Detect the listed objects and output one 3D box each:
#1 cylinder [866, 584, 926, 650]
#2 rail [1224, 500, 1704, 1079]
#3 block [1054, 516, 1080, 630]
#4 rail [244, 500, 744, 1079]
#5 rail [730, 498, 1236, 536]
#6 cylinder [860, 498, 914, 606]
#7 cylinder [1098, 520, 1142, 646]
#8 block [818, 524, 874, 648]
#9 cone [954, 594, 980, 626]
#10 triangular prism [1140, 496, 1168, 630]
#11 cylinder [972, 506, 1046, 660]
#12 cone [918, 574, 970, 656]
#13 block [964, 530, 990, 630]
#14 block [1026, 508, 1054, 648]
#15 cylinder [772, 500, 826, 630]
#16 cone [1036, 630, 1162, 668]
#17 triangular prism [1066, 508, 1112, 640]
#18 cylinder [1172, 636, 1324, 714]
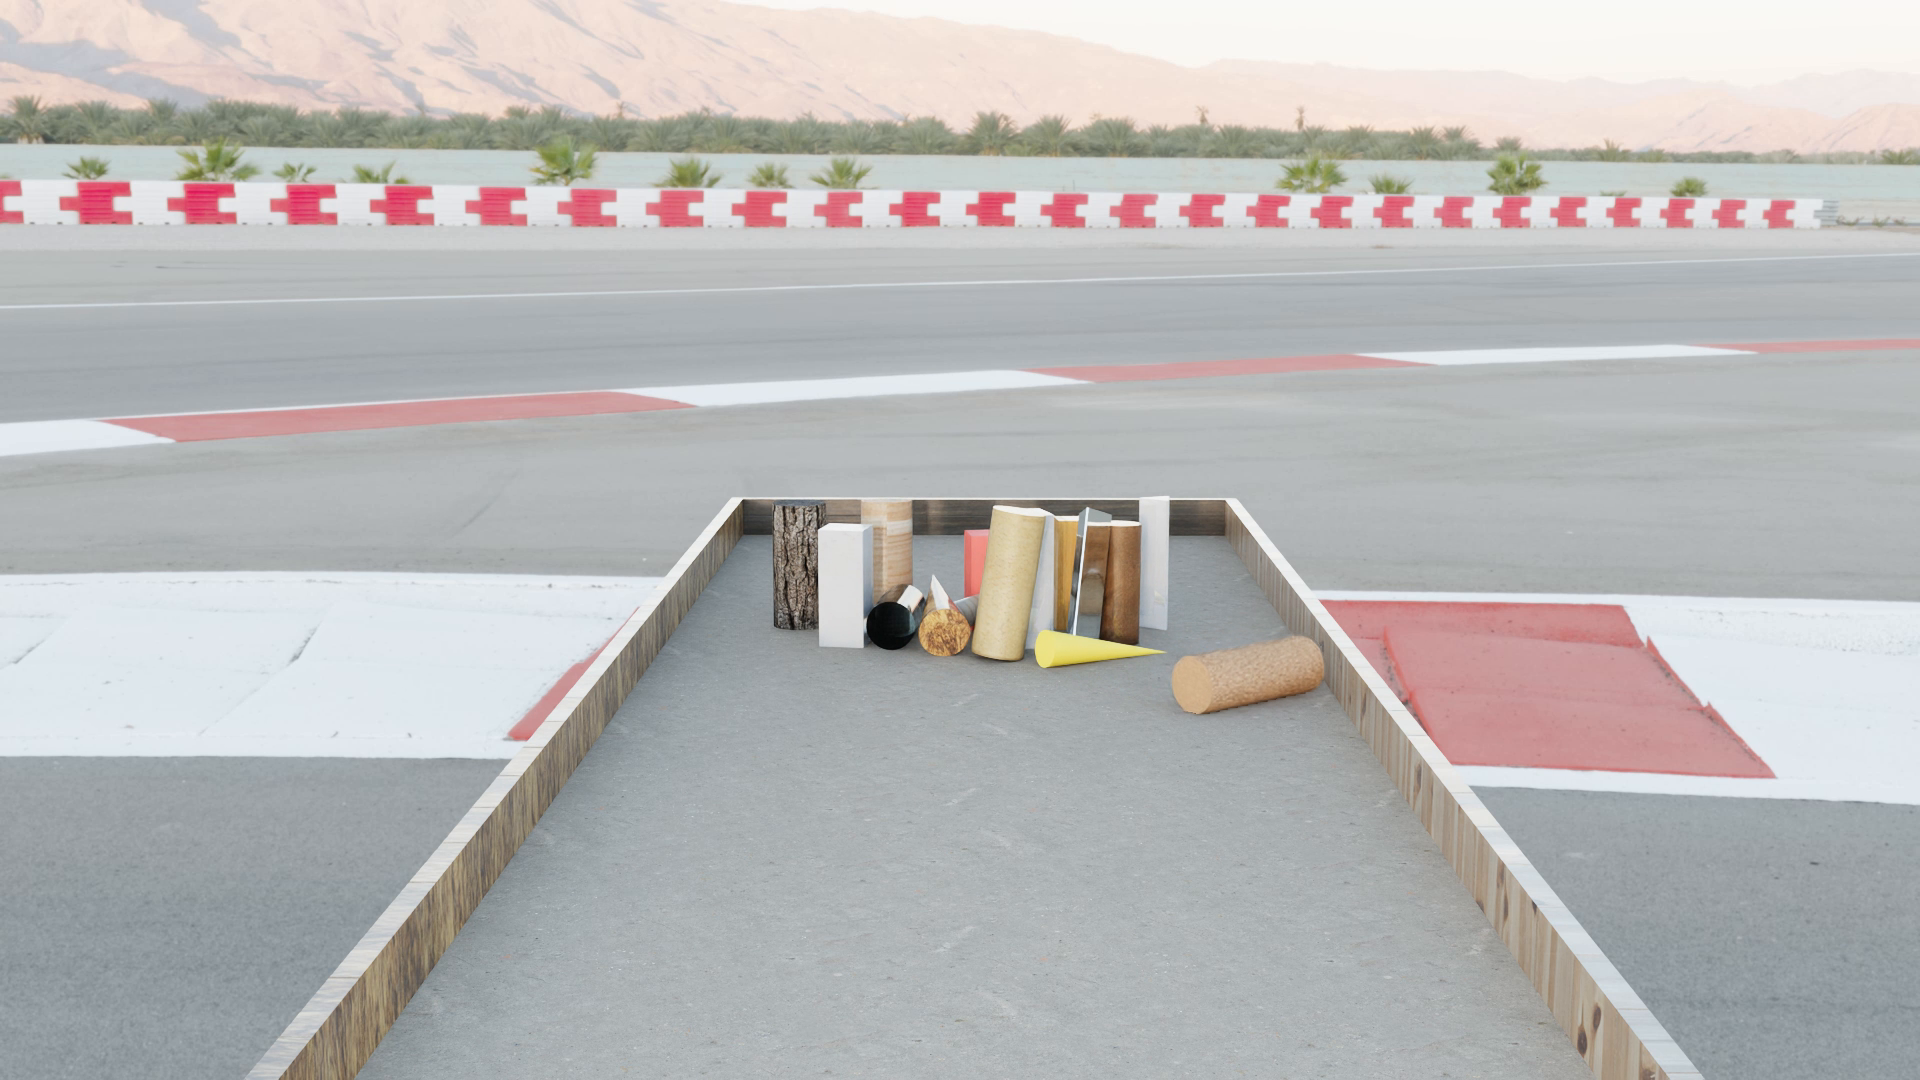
[{"bbox_3d":[-0.200,0.243,6.985,0.154,0.154,0.310,1,9,6],"label":"cylinder"},{"bbox_3d":[1.046,0.843,3.208,0.050,0.150,12.000,0,9,1],"label":"rail"},{"bbox_3d":[0.361,0.107,7.182,0.104,0.359,0.104,0,9,-8],"label":"block"},{"bbox_3d":[-1.004,0.839,3.234,0.050,0.150,12.000,0,9,1],"label":"rail"},{"bbox_3d":[0.099,-0.098,9.147,2.100,0.150,0.050,0,9,1],"label":"rail"},{"bbox_3d":[-0.239,0.073,7.217,0.169,0.407,0.169,0,6,0],"label":"cylinder"},{"bbox_3d":[0.499,0.135,6.935,0.141,0.378,0.141,1,7,0],"label":"cylinder"},{"bbox_3d":[-0.359,0.142,6.930,0.142,0.370,0.142,2,9,11],"label":"block"},{"bbox_3d":[0.130,0.181,7.104,0.440,0.114,0.114,-25,21,-29],"label":"cone"},{"bbox_3d":[0.655,0.072,7.196,0.108,0.425,0.094,7,11,37],"label":"triangular prism"},{"bbox_3d":[0.148,0.130,6.699,0.164,0.446,0.164,9,8,-1],"label":"cylinder"},{"bbox_3d":[-0.068,0.197,6.934,0.158,0.158,0.454,-1,23,-5],"label":"cone"},{"bbox_3d":[0.088,0.130,7.195,0.126,0.311,0.126,-2,9,-10],"label":"block"},{"bbox_3d":[0.199,0.121,6.906,0.150,0.420,0.150,-3,9,-16],"label":"block"},{"bbox_3d":[-0.526,0.079,7.210,0.175,0.407,0.175,0,9,0],"label":"cylinder"},{"bbox_3d":[0.450,0.337,6.704,0.448,0.113,0.113,3,6,-29],"label":"cone"},{"bbox_3d":[0.379,0.130,6.811,0.104,0.443,0.090,16,-15,-38],"label":"triangular prism"},{"bbox_3d":[0.806,0.374,6.142,0.444,0.160,0.160,-7,12,-38],"label":"cylinder"}]
